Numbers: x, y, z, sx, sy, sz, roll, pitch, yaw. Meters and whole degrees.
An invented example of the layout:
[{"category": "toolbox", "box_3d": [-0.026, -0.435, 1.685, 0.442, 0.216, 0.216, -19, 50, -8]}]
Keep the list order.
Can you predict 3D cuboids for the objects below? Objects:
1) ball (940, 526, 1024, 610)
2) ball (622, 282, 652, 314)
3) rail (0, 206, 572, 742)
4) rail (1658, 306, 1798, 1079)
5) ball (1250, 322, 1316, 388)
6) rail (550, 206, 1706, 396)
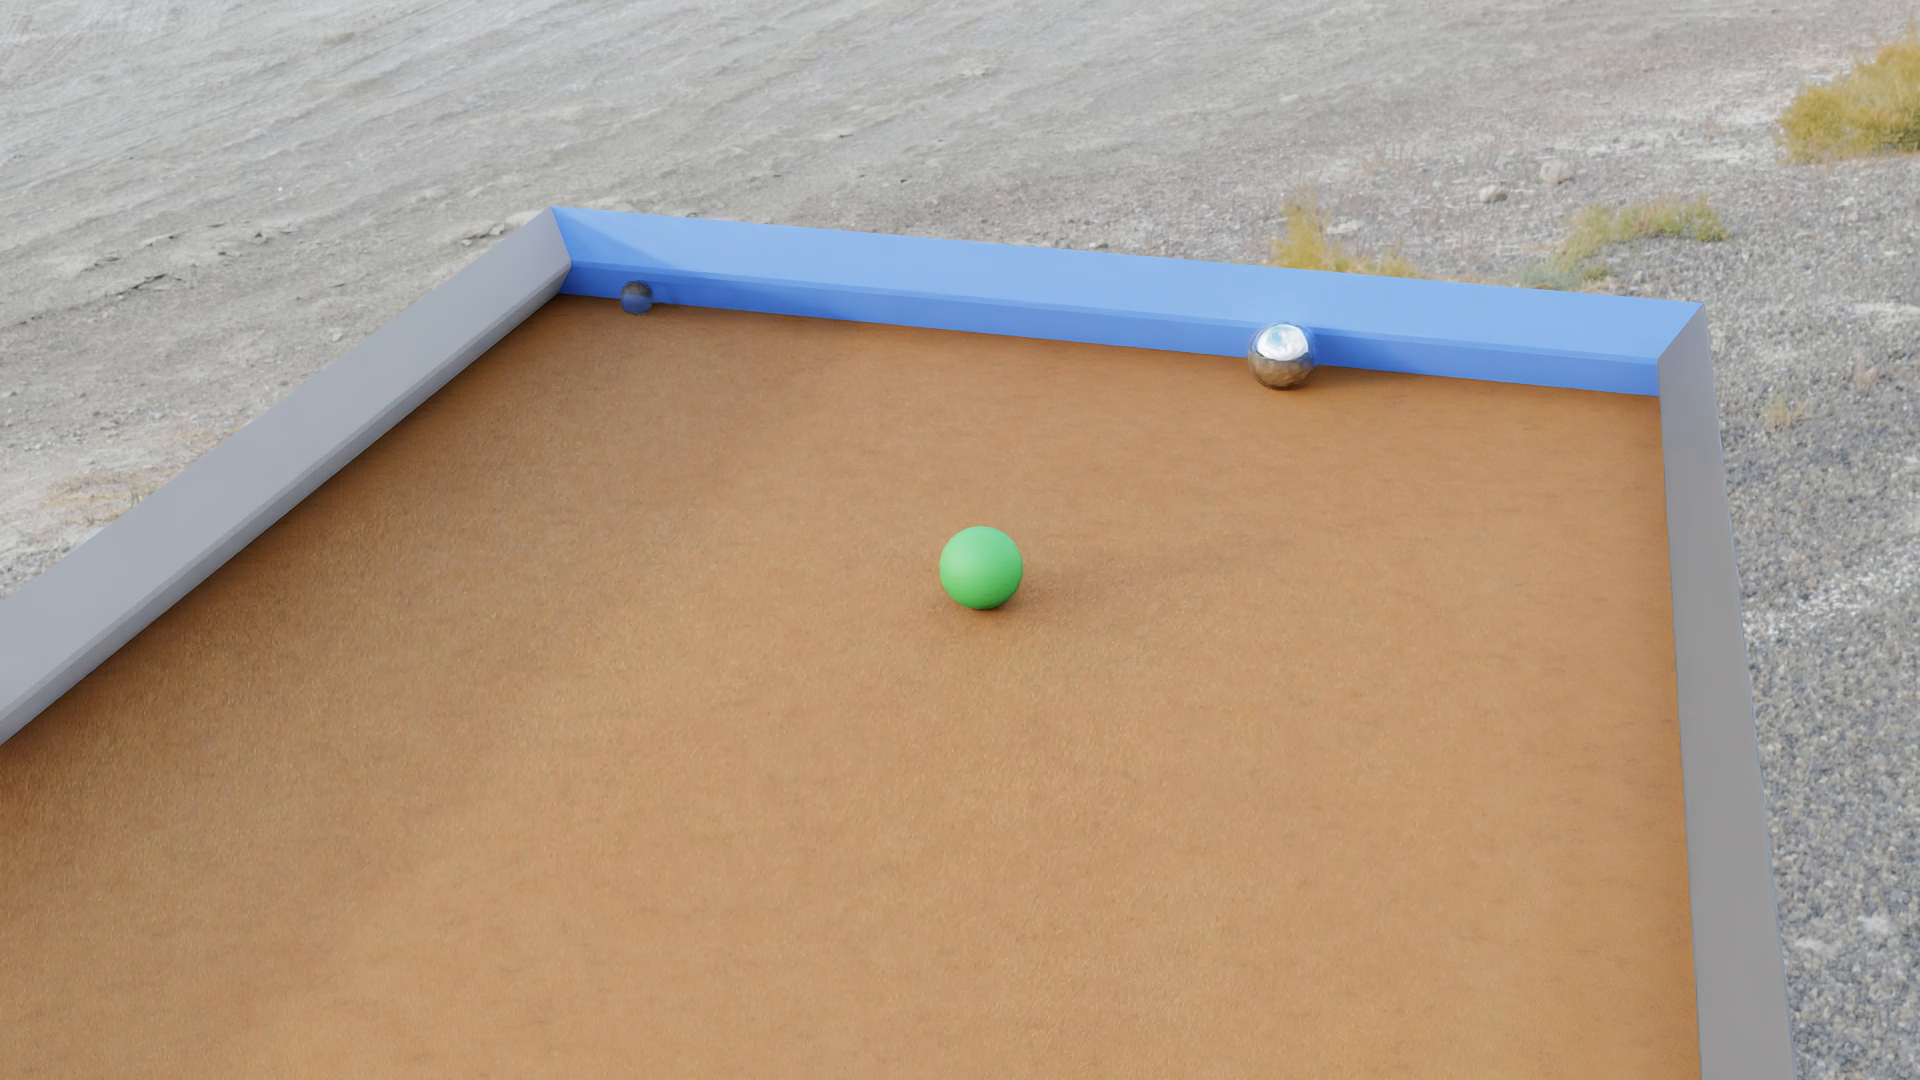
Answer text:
[{"category": "ball", "box_3d": [0.020, 0.027, 2.119, 0.081, 0.081, 0.081, 0, 26, 0]}, {"category": "ball", "box_3d": [-0.418, -0.313, 2.848, 0.040, 0.040, 0.040, 0, 26, 0]}, {"category": "rail", "box_3d": [-0.840, 0.176, 1.775, 0.045, 0.118, 2.583, 7, 27, 13]}, {"category": "rail", "box_3d": [0.513, 0.333, 1.459, 0.045, 0.118, 2.583, 7, 27, 13]}, {"category": "ball", "box_3d": [0.384, -0.220, 2.618, 0.079, 0.079, 0.079, 0, 26, 0]}, {"category": "rail", "box_3d": [0.157, -0.292, 2.715, 1.446, 0.118, 0.045, 7, 27, 13]}]
